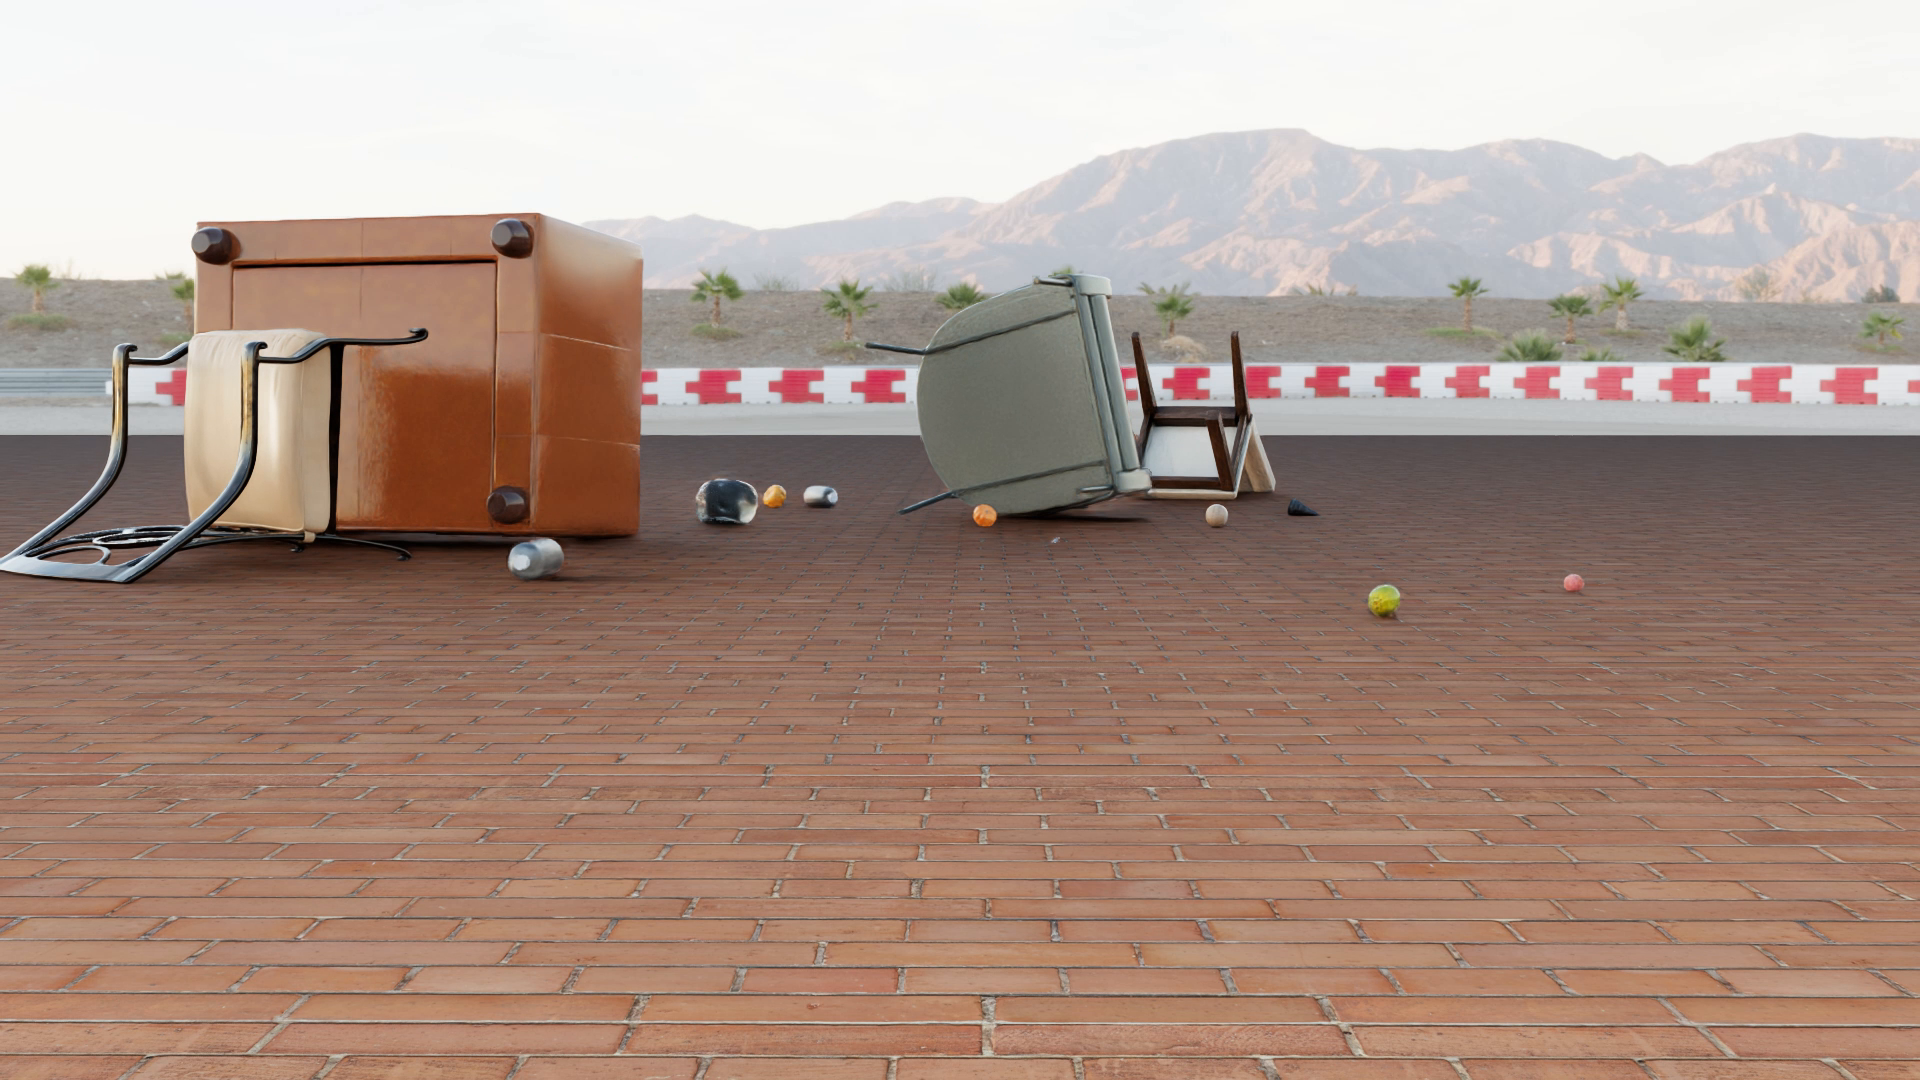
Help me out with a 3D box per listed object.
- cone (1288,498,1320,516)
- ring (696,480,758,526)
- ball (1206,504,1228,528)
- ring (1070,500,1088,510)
[{"bbox_3d":[1.233,-0.102,7.825,0.108,0.061,0.107,18,9,21],"label":"cone"},{"bbox_3d":[-0.768,-0.120,7.234,0.186,0.127,0.244,17,-16,-37],"label":"ring"},{"bbox_3d":[0.836,-0.079,7.155,0.074,0.074,0.074,0,4,0],"label":"ball"},{"bbox_3d":[0.446,-0.130,8.225,0.061,0.031,0.093,3,4,24],"label":"ring"}]
